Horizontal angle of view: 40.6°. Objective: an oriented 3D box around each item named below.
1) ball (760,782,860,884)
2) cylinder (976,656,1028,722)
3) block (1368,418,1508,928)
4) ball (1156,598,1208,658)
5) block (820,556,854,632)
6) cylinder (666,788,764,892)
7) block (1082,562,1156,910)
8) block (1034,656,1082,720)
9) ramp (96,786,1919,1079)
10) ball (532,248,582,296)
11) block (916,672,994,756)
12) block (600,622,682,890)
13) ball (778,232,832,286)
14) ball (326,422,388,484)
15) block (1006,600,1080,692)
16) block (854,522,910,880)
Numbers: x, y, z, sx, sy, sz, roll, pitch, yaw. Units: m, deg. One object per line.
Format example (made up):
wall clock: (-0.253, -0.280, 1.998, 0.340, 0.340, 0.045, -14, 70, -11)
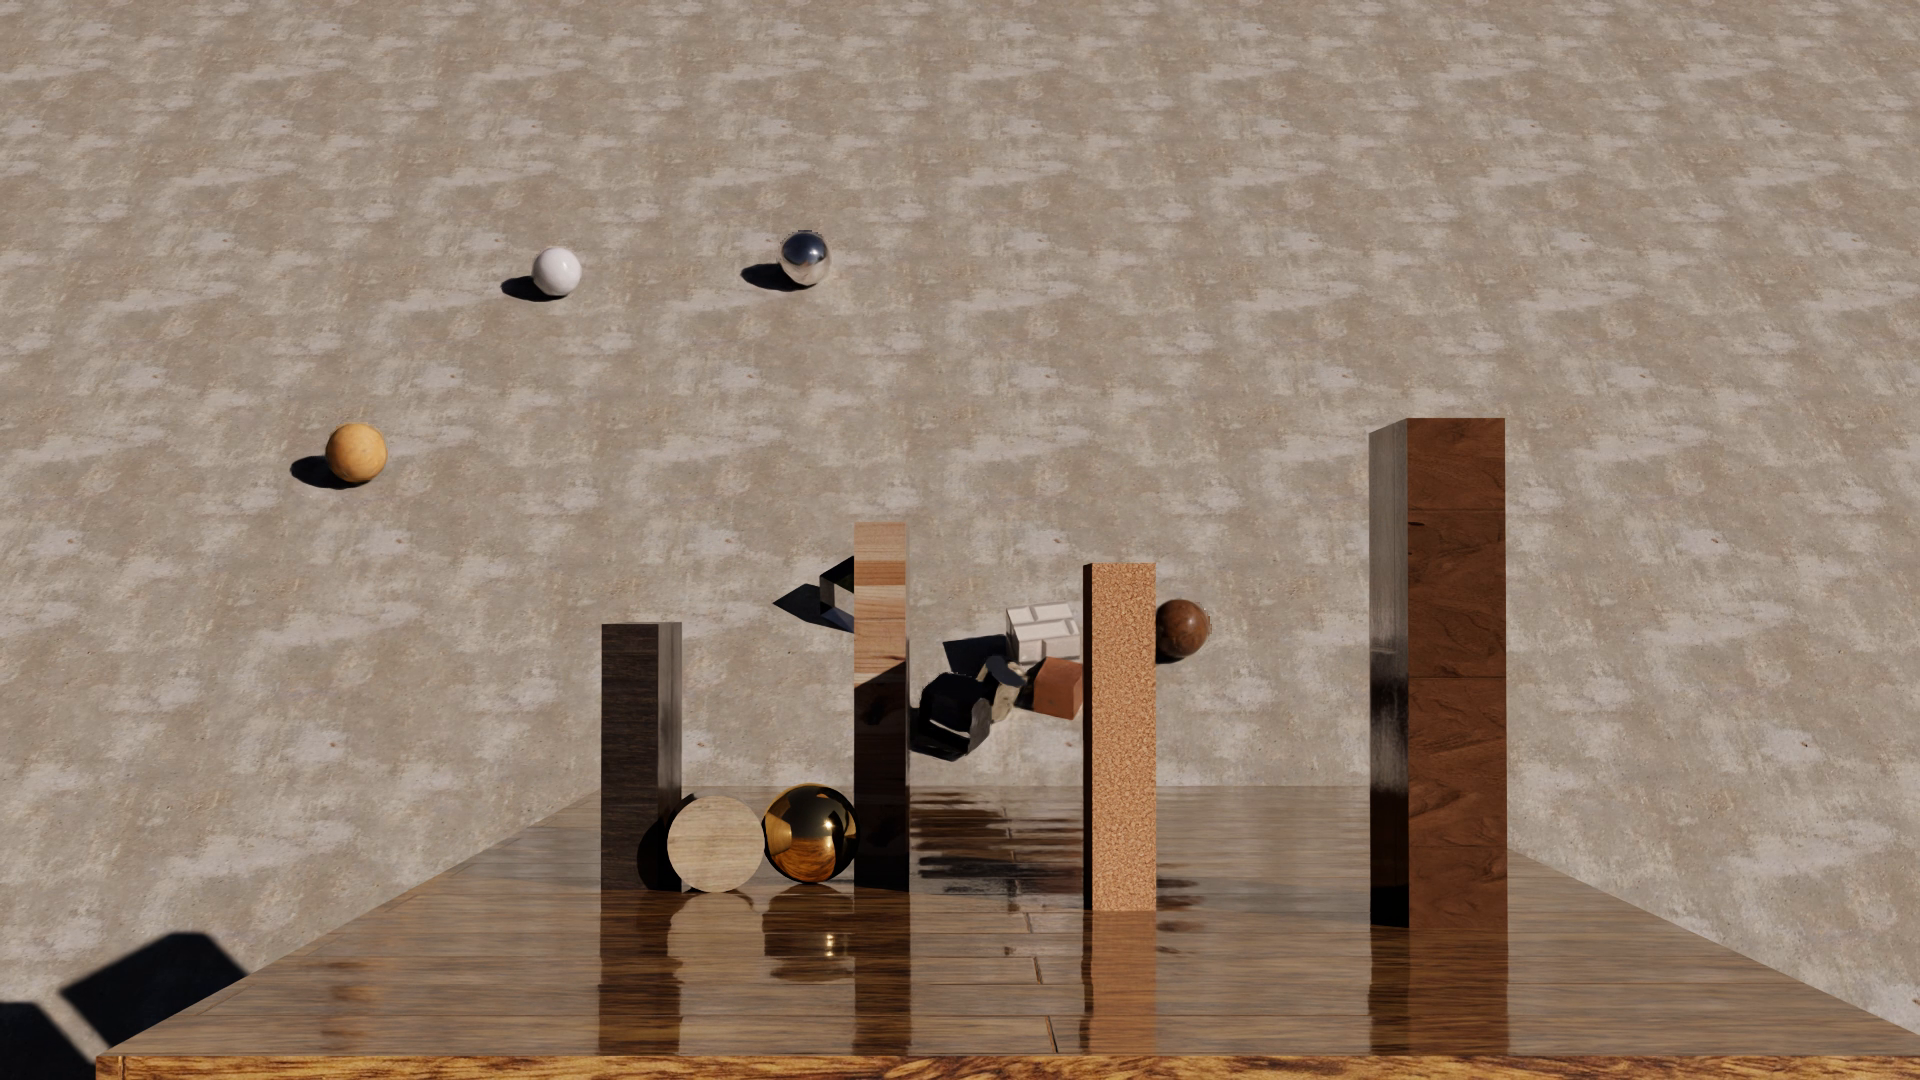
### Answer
ball: (-0.257, 0.504, 4.464, 0.173, 0.173, 0.173, 0, 34, 0)
cylinder: (0.101, 0.408, 7.126, 0.127, 0.127, 0.127, 21, 30, -13)
block: (0.740, 0.201, 4.043, 0.146, 0.759, 0.364, 0, -1, 0)
ball: (0.621, 0.250, 7.363, 0.169, 0.169, 0.169, 0, 34, 0)
block: (-0.307, 0.158, 7.528, 0.140, 0.140, 0.140, 26, 42, 34)
cylinder: (-0.417, 0.508, 4.404, 0.162, 0.162, 0.162, -5, -1, -8)
block: (0.258, 0.312, 4.230, 0.100, 0.545, 0.306, 0, -1, 0)
block: (0.277, 0.410, 7.173, 0.113, 0.113, 0.113, 11, 35, 17)
ramp: (0.074, 0.647, 4.776, 2.000, 0.100, 4.000, 0, -1, 0)
ball: (-1.424, -0.946, 9.160, 0.174, 0.174, 0.174, 0, 34, 0)
block: (-0.012, 0.469, 7.021, 0.151, 0.151, 0.151, 14, 22, 20)
block: (-0.556, 0.369, 4.554, 0.096, 0.447, 0.372, 0, -1, 0)
ball: (-0.552, -0.999, 9.225, 0.190, 0.190, 0.190, 0, 34, 0)
ball: (-1.891, -0.273, 8.132, 0.189, 0.189, 0.189, 0, 34, 0)
block: (0.231, 0.297, 7.288, 0.172, 0.172, 0.172, -6, 34, -9)
block: (-0.140, 0.284, 4.700, 0.089, 0.623, 0.372, 0, -1, 0)
